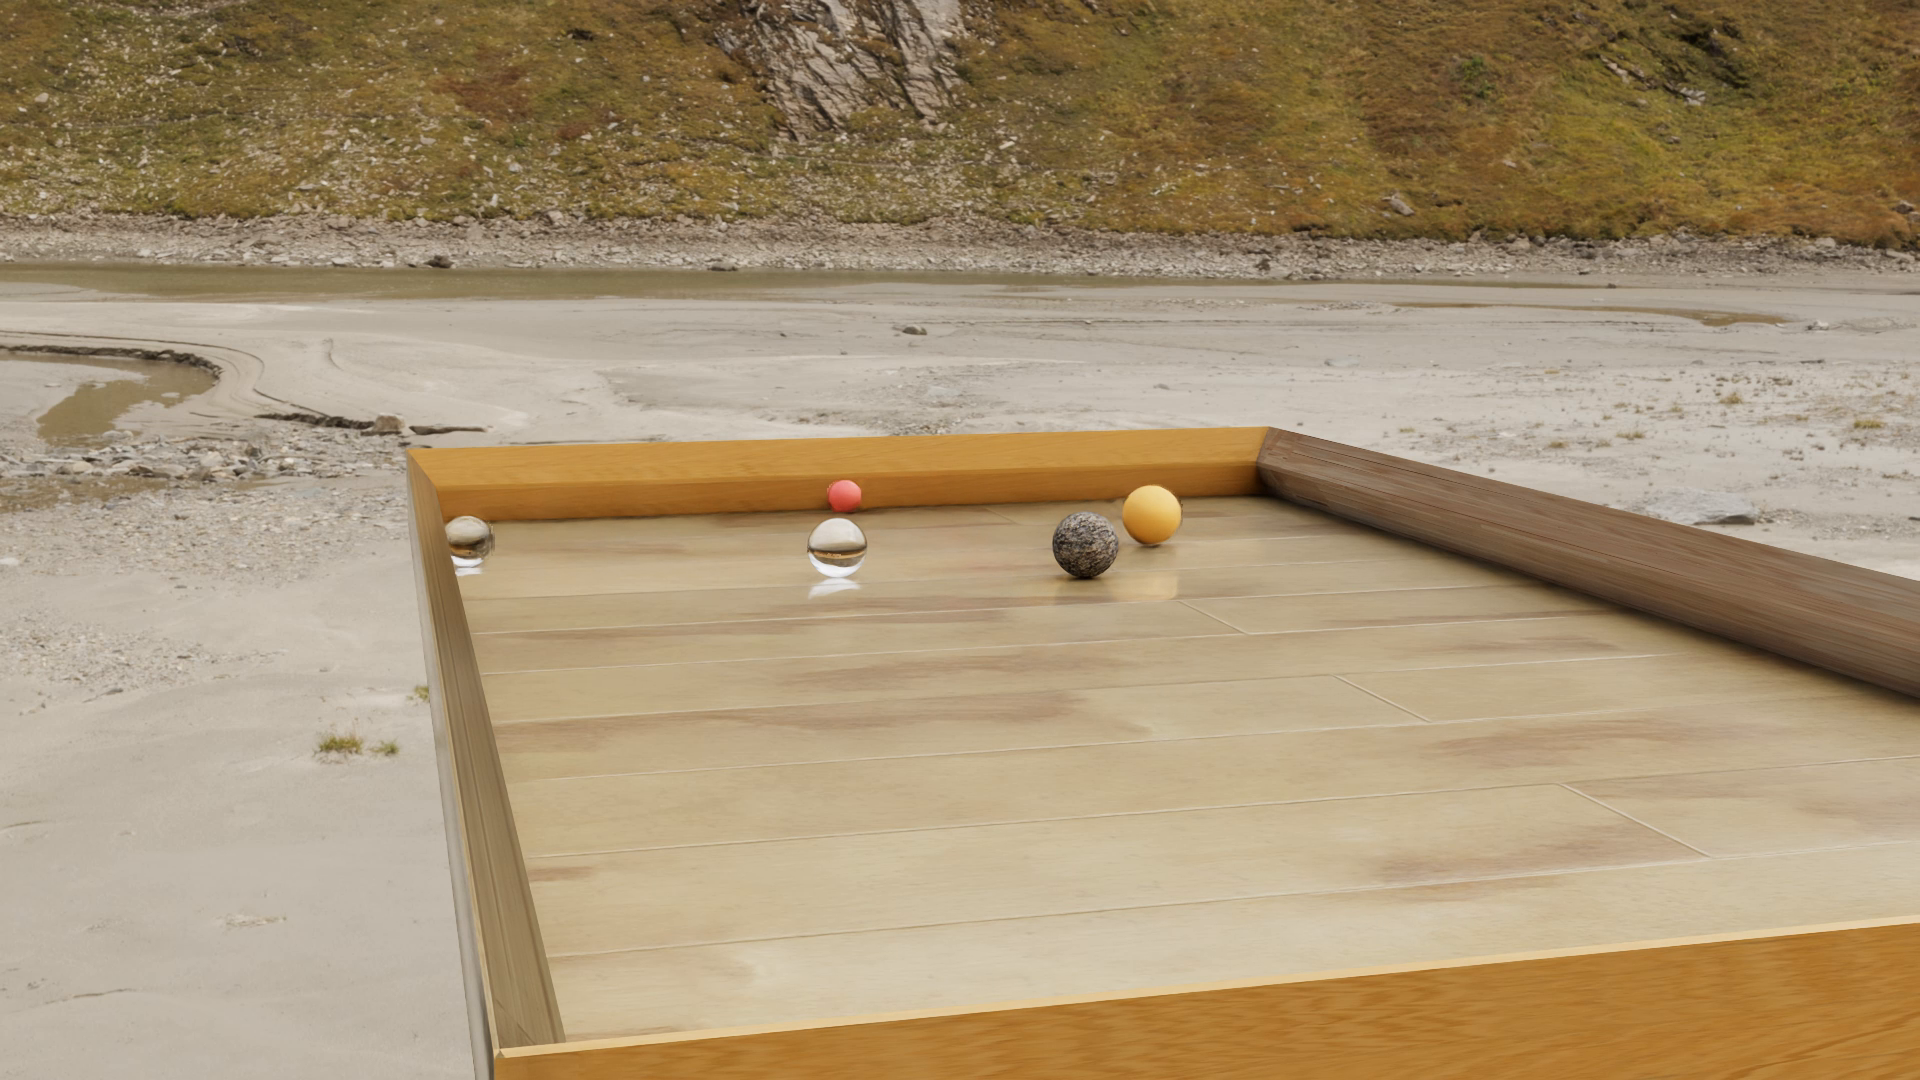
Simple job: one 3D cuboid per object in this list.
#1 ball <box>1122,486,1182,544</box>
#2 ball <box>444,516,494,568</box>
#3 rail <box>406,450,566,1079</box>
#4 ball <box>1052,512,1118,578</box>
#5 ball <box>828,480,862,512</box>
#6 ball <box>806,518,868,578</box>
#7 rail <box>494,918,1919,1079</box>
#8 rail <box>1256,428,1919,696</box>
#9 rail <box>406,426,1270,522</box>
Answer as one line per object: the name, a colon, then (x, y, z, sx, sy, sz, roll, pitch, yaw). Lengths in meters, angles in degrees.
ball: (0.304, -0.039, 3.492, 0.094, 0.094, 0.094, 0, 8, 0)
ball: (-0.734, 0.002, 3.272, 0.077, 0.077, 0.077, 0, 8, 0)
rail: (-0.557, 0.107, 2.399, 0.045, 0.125, 2.792, -2, 9, -15)
ball: (0.181, 0.006, 3.179, 0.096, 0.096, 0.096, 0, 8, 0)
ball: (-0.201, -0.077, 3.865, 0.058, 0.058, 0.058, 0, 8, 0)
ball: (-0.177, 0.011, 3.176, 0.088, 0.088, 0.088, 0, 8, 0)
rail: (0.531, 0.274, 1.280, 1.571, 0.125, 0.045, -2, 9, -15)
rail: (0.915, 0.049, 2.785, 0.045, 0.125, 2.792, -2, 9, -15)
rail: (-0.173, -0.117, 3.904, 1.571, 0.125, 0.045, -2, 9, -15)
